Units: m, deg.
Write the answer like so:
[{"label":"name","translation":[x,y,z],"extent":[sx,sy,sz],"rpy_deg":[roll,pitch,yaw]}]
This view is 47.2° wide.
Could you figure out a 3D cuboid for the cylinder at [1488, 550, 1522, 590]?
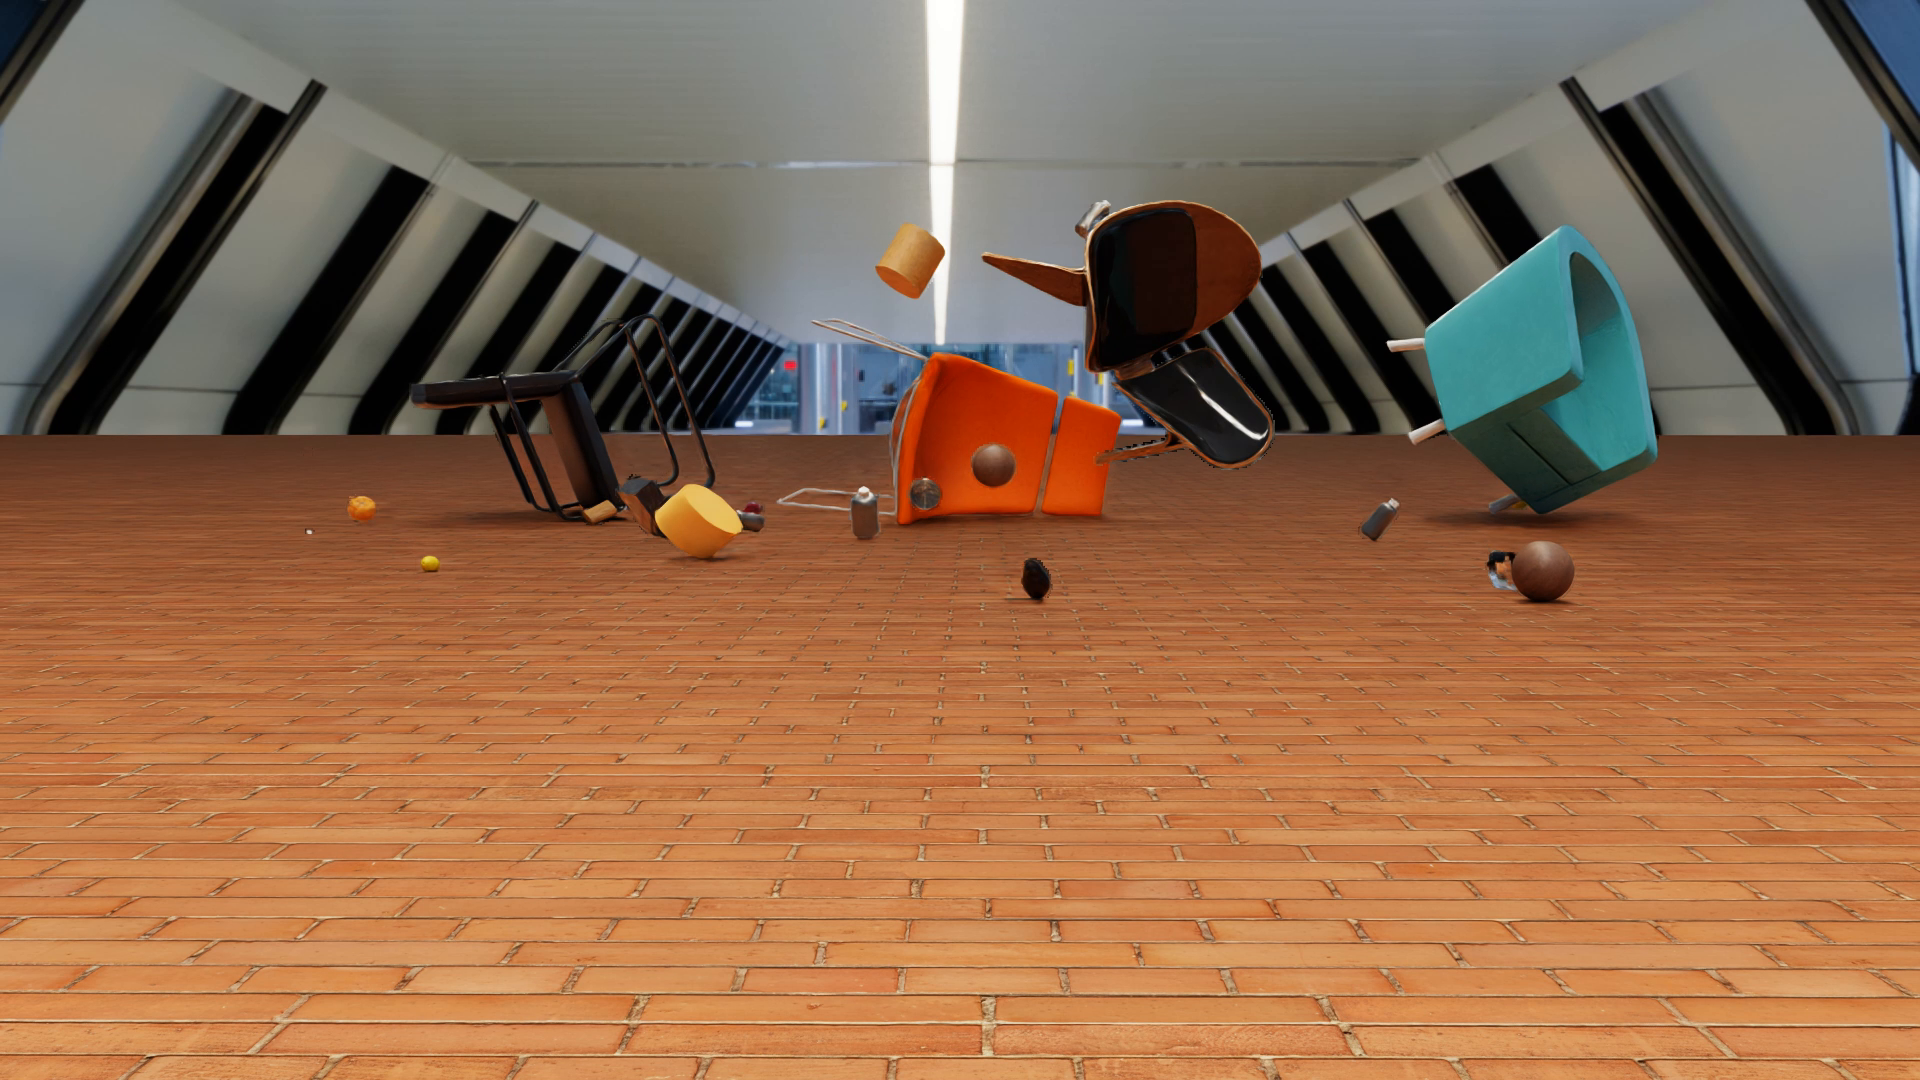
[{"label":"cylinder","translation":[1.215,0.069,4.898],"extent":[0.047,0.091,0.056],"rpy_deg":[-21,12,-25]}]

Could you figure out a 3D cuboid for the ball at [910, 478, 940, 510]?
[{"label":"ball","translation":[-0.094,-0.124,5.943],"extent":[0.083,0.083,0.083],"rpy_deg":[0,4,0]}]

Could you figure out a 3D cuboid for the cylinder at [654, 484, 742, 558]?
[{"label":"cylinder","translation":[-0.689,-0.049,5.796],"extent":[0.111,0.153,0.228],"rpy_deg":[-39,-34,18]}]

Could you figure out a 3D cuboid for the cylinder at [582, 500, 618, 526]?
[{"label":"cylinder","translation":[-1.186,-0.088,7.242],"extent":[0.093,0.043,0.082],"rpy_deg":[-27,35,-23]}]

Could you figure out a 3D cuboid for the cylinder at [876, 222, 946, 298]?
[{"label":"cylinder","translation":[-0.168,-0.950,7.484],"extent":[0.185,0.180,0.152],"rpy_deg":[39,-18,-31]}]

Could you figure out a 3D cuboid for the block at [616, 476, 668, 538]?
[{"label":"block","translation":[-0.920,-0.096,6.538],"extent":[0.068,0.169,0.150],"rpy_deg":[-44,24,-20]}]
